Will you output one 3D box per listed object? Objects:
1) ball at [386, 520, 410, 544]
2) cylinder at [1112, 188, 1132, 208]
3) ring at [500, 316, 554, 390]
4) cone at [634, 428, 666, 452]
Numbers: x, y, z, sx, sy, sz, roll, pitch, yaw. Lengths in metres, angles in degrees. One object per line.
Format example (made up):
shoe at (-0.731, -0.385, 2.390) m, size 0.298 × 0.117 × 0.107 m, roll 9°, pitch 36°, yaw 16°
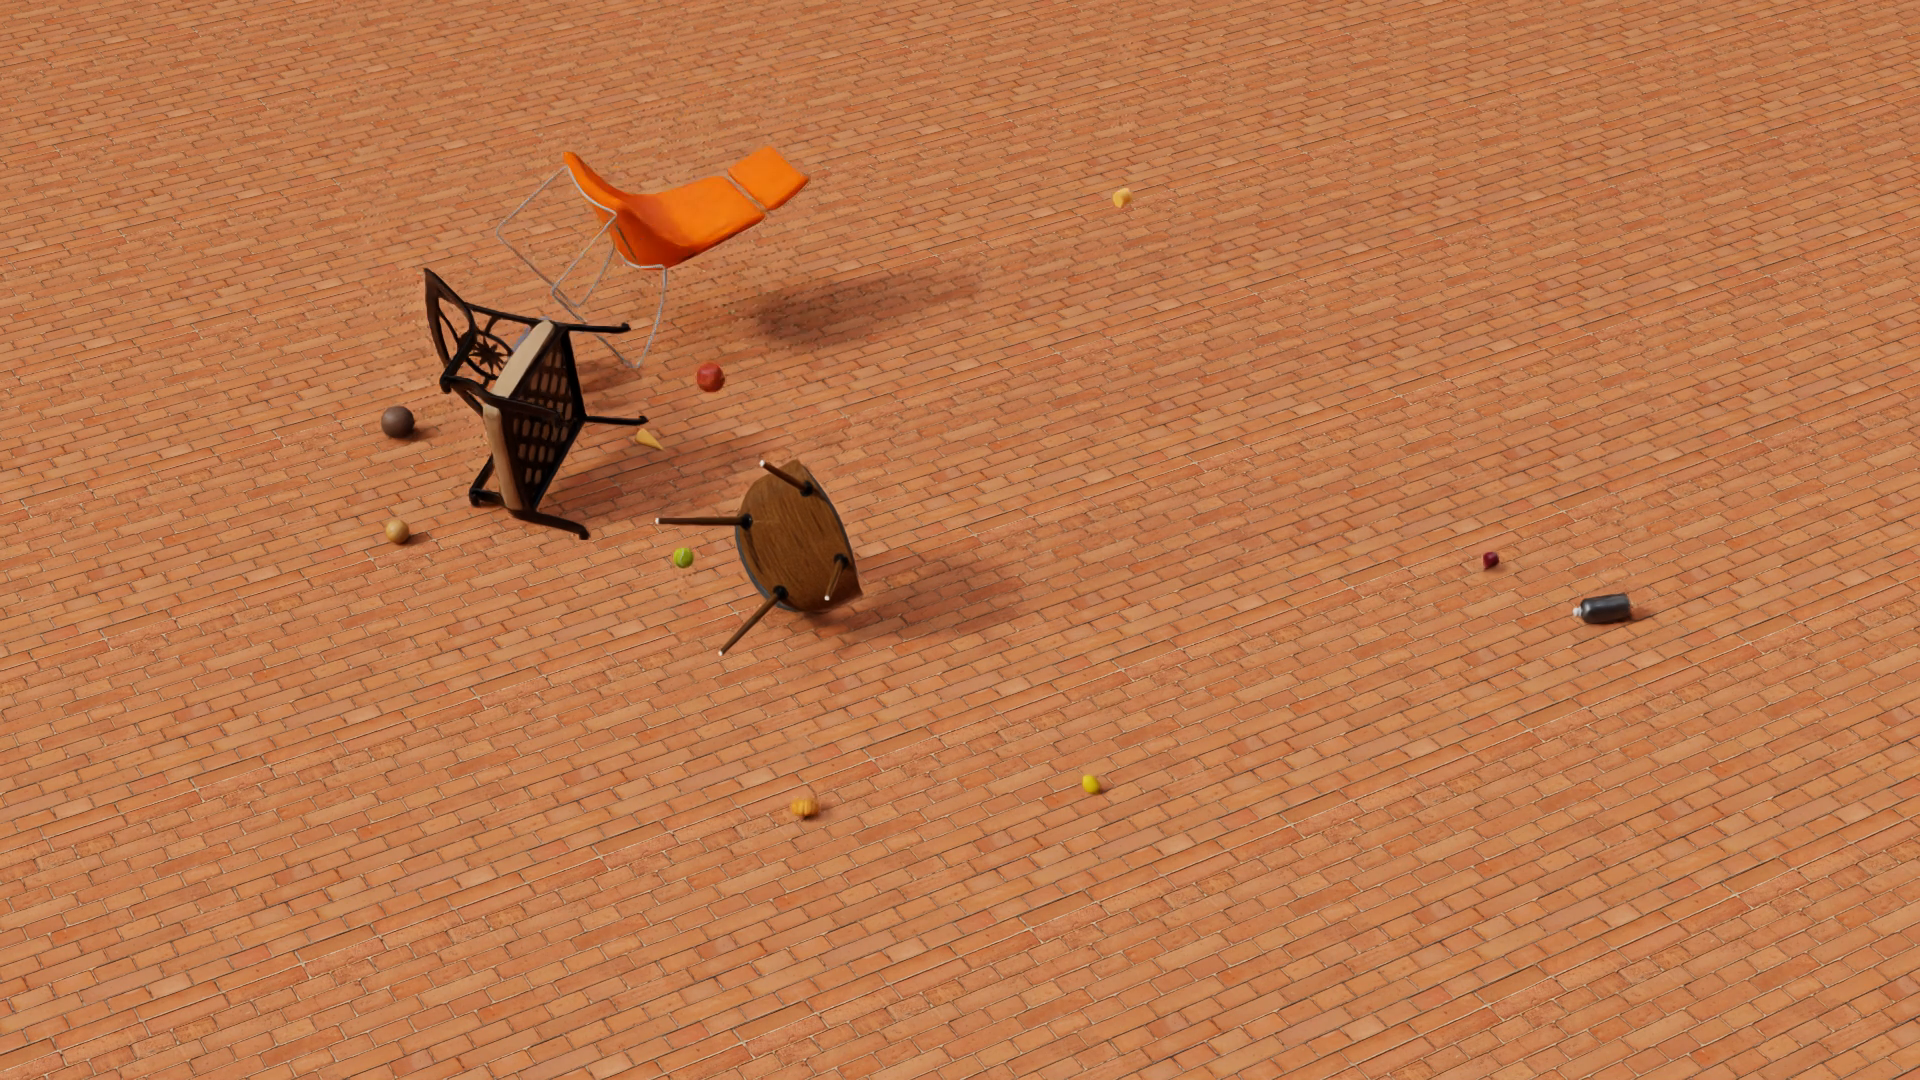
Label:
ball at (-2.093, -0.032, 10.911) m, size 0.090 × 0.090 × 0.090 m, roll 0°, pitch 33°, yaw 0°
cylinder at (0.668, -1.409, 12.060) m, size 0.050 × 0.074 × 0.060 m, roll -29°, pitch 68°, yaw -24°
ring at (-1.745, -0.750, 11.808) m, size 0.062 × 0.379 × 0.283 m, roll 27°, pitch 37°, yaw -25°
cone at (-1.201, -0.379, 11.489) m, size 0.134 × 0.067 × 0.065 m, roll 32°, pitch 23°, yaw 19°
